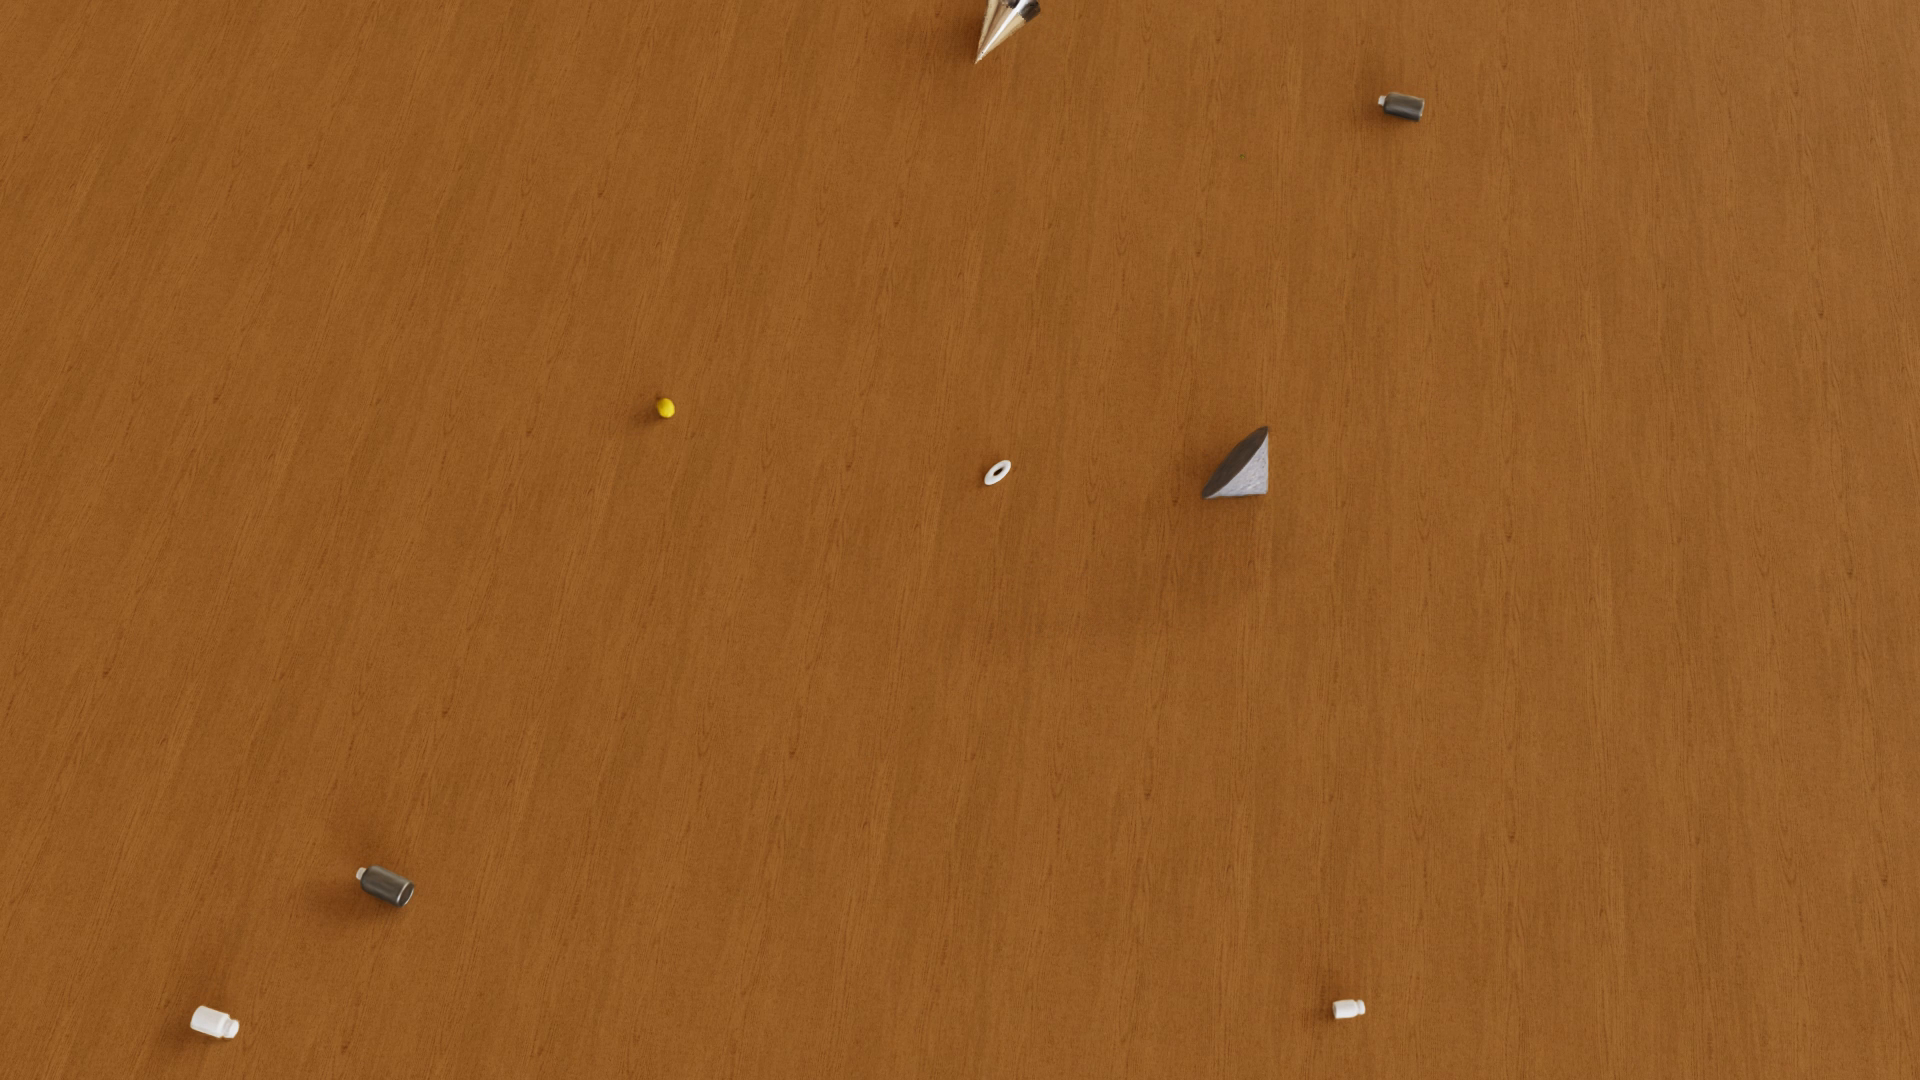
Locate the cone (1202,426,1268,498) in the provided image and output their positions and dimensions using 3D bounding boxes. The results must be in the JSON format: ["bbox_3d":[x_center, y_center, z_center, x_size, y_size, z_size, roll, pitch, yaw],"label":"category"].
[{"bbox_3d":[0.881,-0.189,6.650,0.145,0.190,0.294,43,82,-15],"label":"cone"}]

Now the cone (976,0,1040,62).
[{"bbox_3d":[0.123,-1.788,7.711,0.203,0.225,0.286,27,82,18],"label":"cone"}]

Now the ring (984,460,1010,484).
[{"bbox_3d":[0.114,-0.206,6.701,0.049,0.019,0.110,36,64,23],"label":"ring"}]
